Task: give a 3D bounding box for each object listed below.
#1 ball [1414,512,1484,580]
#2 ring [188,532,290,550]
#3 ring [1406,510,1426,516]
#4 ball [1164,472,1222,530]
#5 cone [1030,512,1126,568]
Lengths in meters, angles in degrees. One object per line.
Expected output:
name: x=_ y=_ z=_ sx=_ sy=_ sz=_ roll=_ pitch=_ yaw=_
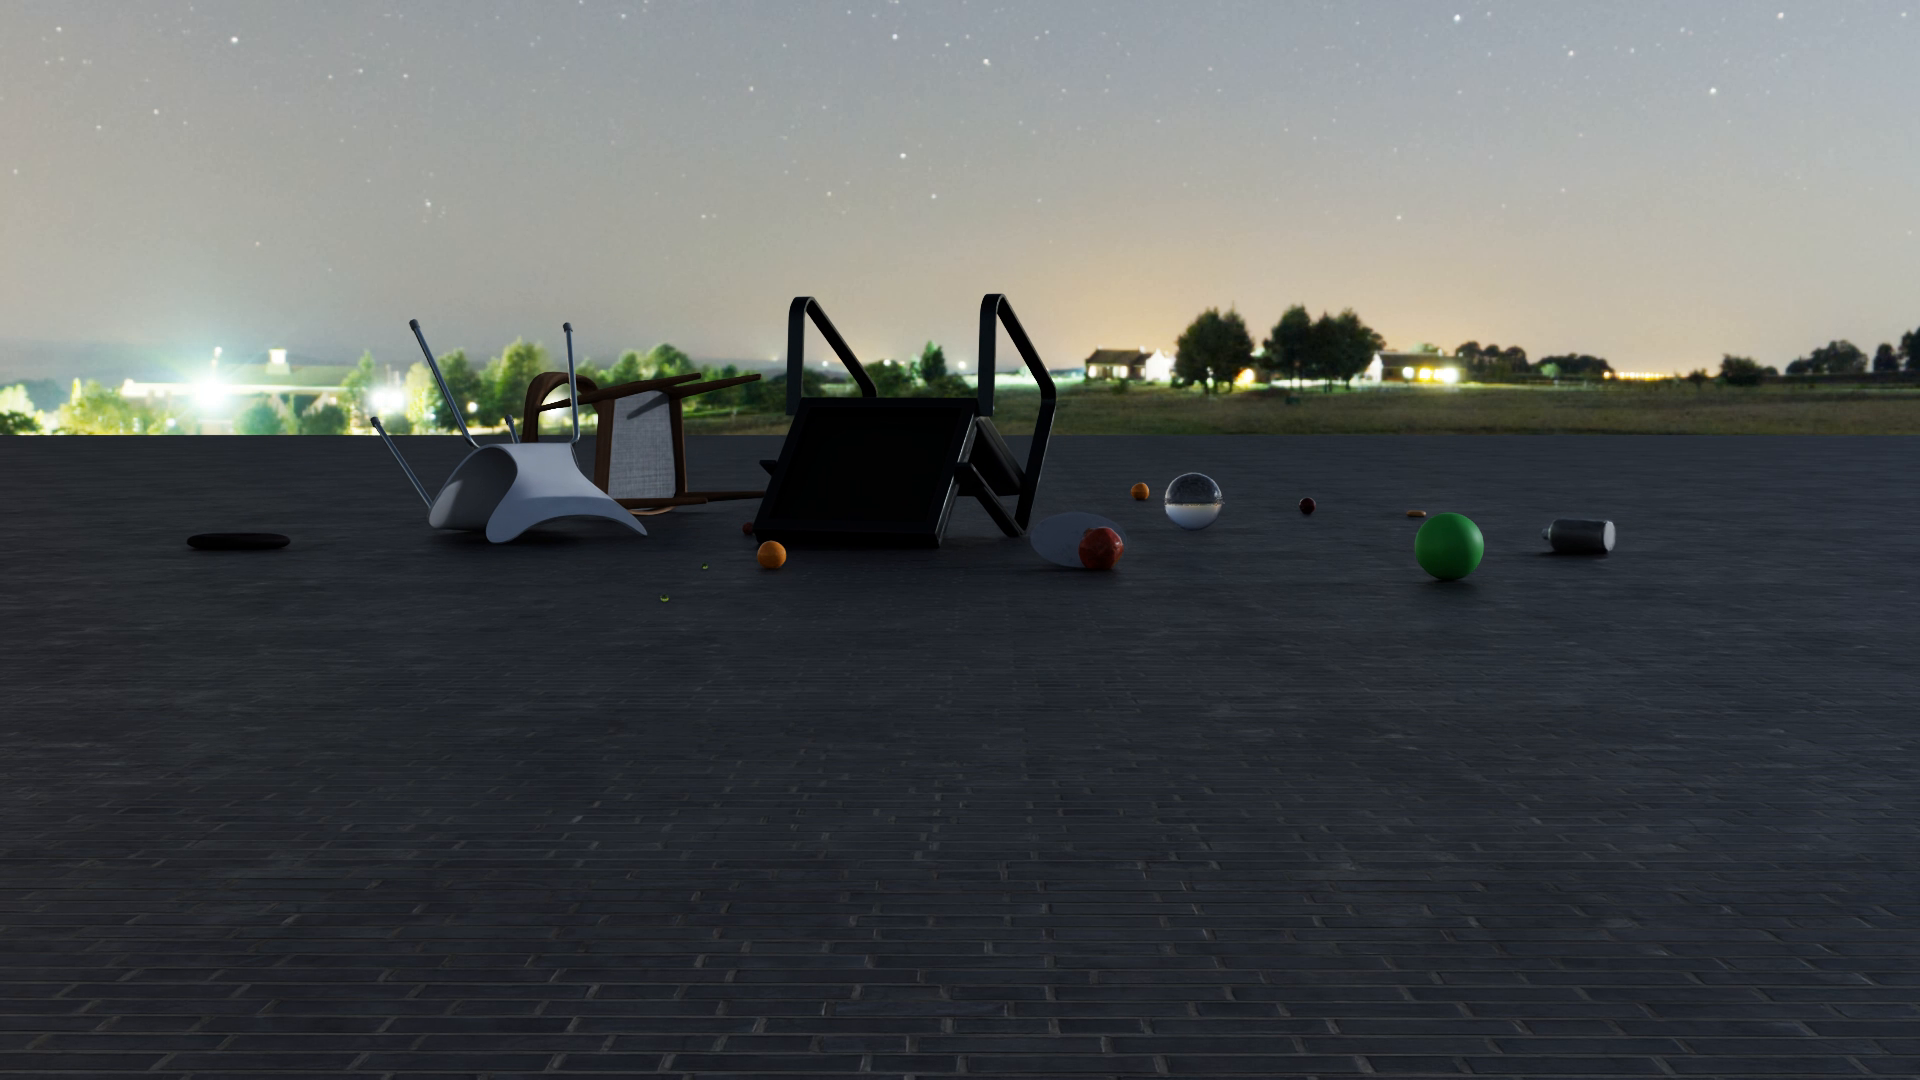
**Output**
ball: x=1.149 y=0.015 z=5.164 sx=0.160 sy=0.160 sz=0.160 roll=0 pitch=4 yaw=0
ring: x=-2.038 y=0.003 z=6.212 sx=0.285 sy=0.040 sz=0.152 roll=0 pitch=5 yaw=-5
ring: x=1.607 y=-0.092 z=7.746 sx=0.068 sy=0.021 sz=0.061 roll=0 pitch=5 yaw=-9
ball: x=0.739 y=-0.121 z=6.964 sx=0.184 sy=0.184 sz=0.184 roll=0 pitch=4 yaw=0
cone: x=0.297 y=0.028 z=5.645 sx=0.245 sy=0.151 sz=0.147 roll=1 pitch=-23 yaw=-3
